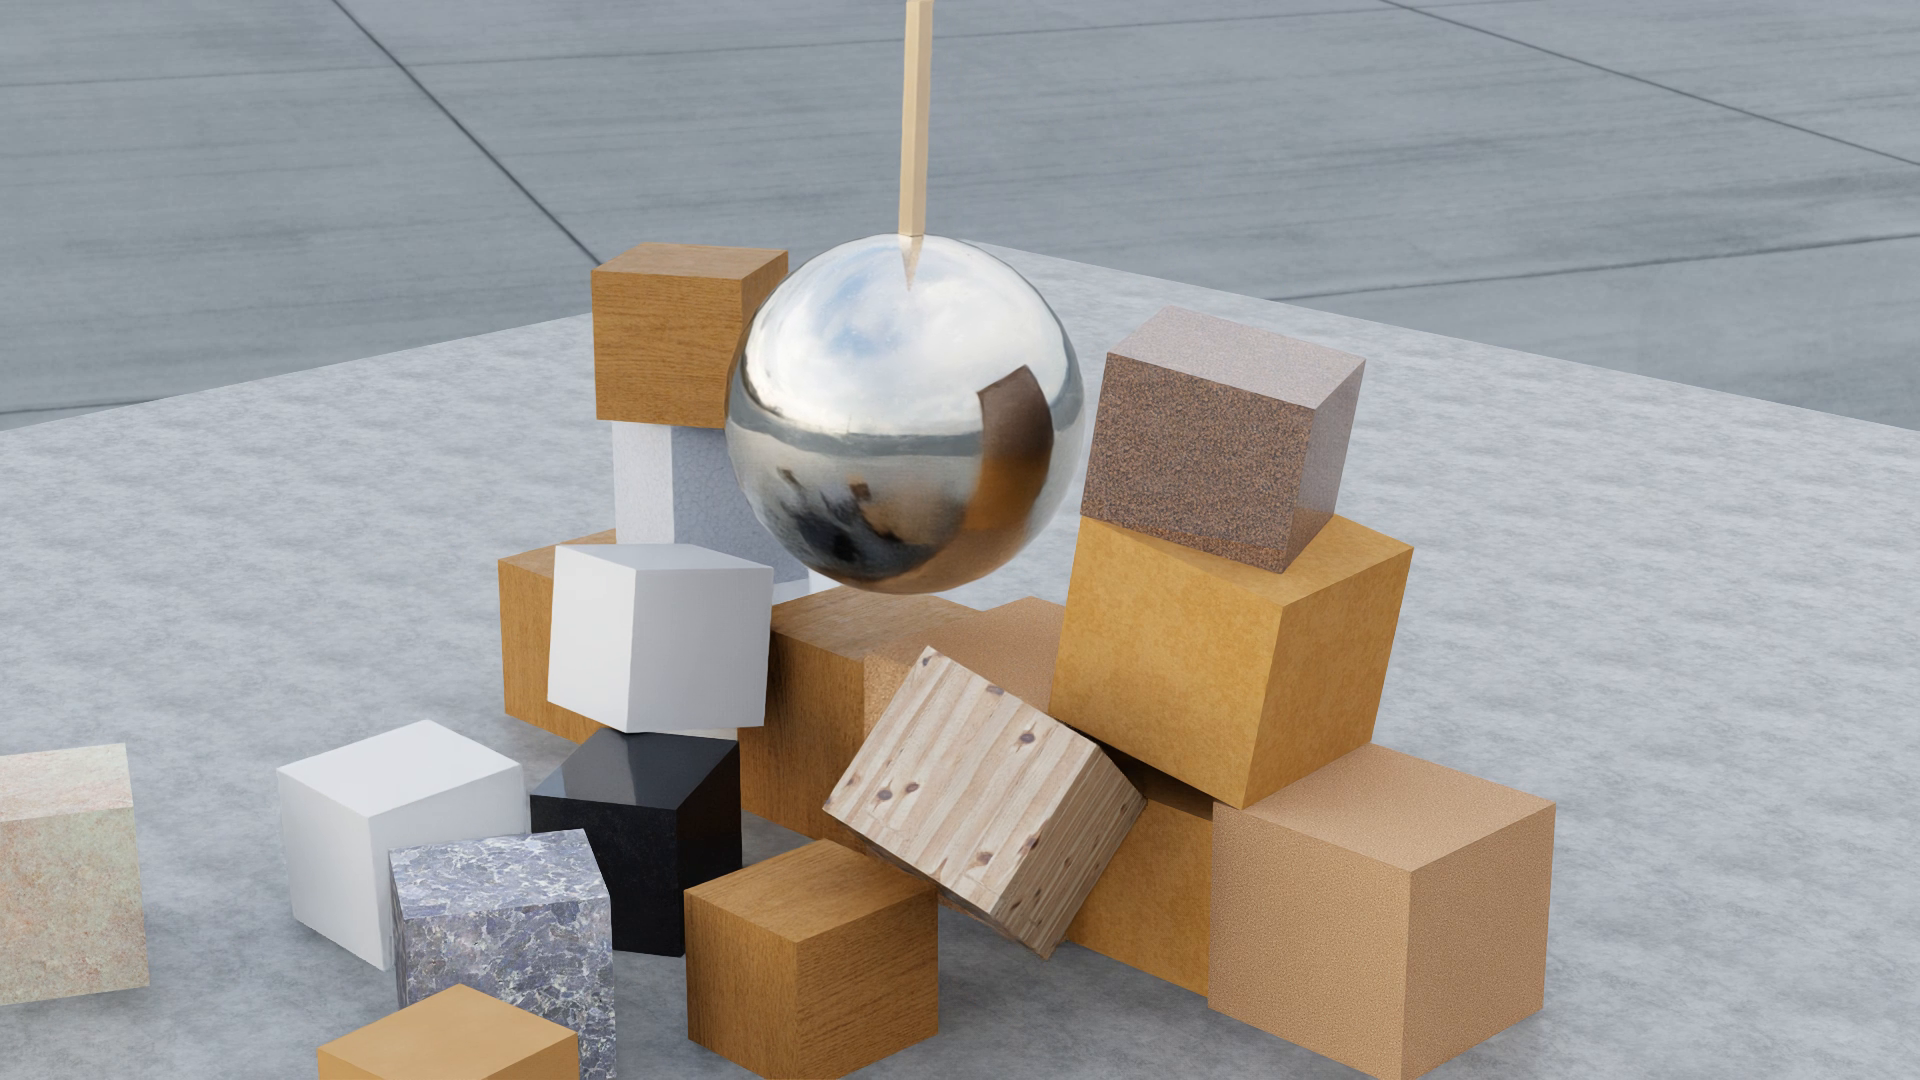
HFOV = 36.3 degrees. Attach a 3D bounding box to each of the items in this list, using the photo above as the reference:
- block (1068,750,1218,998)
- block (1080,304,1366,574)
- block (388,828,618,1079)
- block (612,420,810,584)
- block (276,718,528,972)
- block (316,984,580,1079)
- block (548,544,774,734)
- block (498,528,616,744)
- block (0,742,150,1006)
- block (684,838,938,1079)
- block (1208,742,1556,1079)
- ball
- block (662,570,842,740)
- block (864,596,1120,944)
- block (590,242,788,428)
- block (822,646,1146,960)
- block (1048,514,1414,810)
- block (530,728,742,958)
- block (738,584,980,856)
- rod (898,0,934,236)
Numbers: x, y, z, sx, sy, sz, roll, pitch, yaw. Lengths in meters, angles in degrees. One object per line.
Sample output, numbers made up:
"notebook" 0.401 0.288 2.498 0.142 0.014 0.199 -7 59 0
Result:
"block" 1.068 1.366 12.673 0.841 0.794 0.843 -17 24 -42
"block" 1.081 -0.427 12.026 0.875 0.716 0.744 17 25 18
"block" -1.828 1.683 11.693 0.789 0.777 0.697 -5 18 -15
"block" -1.241 -0.274 14.559 0.725 0.892 0.711 -10 20 -28
"block" -2.432 1.324 12.875 0.773 0.720 0.742 -18 25 -39
"block" -1.817 2.103 10.507 0.626 0.688 0.665 14 22 37
"block" -1.405 0.444 13.697 0.719 0.744 0.799 -1 8 -34
"block" -1.735 0.508 15.309 0.927 0.851 0.941 -17 24 -42
"block" -3.948 1.423 12.455 0.876 0.817 0.758 -5 18 -17
"block" -0.596 1.706 11.822 0.755 0.656 0.679 -16 24 -42
"block" 1.723 1.502 12.030 0.977 0.921 0.989 -17 24 -42
"ball" -0.242 -0.554 12.914 1.600 1.600 1.600 0 17 0
"block" -1.084 0.656 14.670 0.792 0.951 0.887 -17 24 -42
"block" 0.356 1.018 13.294 1.134 1.087 1.090 16 24 42
"block" -1.288 -0.994 14.149 0.749 0.727 0.692 5 18 15
"block" 0.112 1.074 11.891 0.837 0.776 0.858 29 -9 25
"block" 1.127 0.381 12.256 1.002 0.918 0.992 25 29 33
"block" -1.419 1.325 12.980 0.665 0.689 0.828 5 18 14
"block" -0.404 0.843 14.033 0.901 0.977 0.988 -16 24 -41
"rod" -0.105 -3.834 12.027 0.080 5.200 0.080 17 21 42
